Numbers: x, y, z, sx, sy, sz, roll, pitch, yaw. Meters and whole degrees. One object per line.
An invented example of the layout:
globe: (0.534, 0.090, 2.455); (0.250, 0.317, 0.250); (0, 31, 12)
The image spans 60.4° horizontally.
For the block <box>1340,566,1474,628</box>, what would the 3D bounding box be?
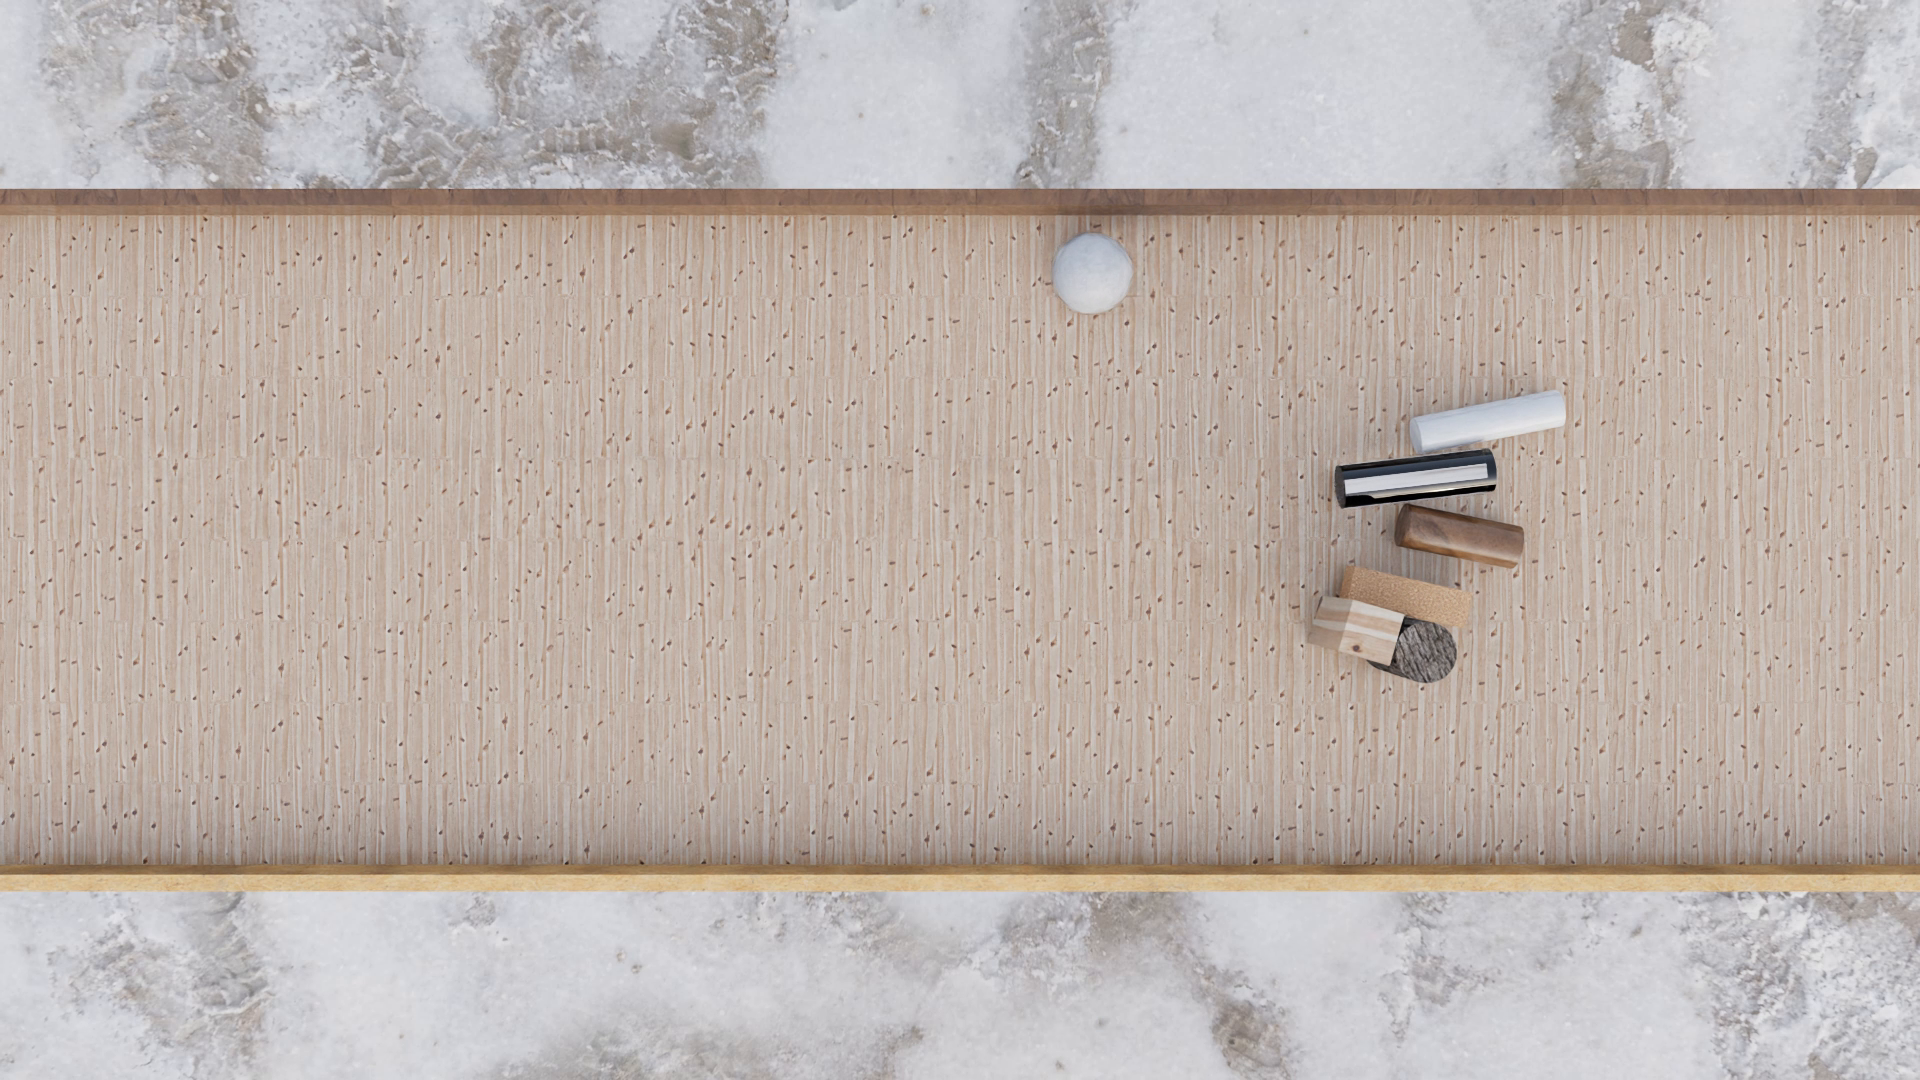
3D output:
block: (1.355, 0.172, 5.022); (0.365, 0.109, 0.109); (13, 90, 0)

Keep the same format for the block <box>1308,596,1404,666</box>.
block: (1.163, 0.263, 4.870); (0.151, 0.413, 0.151); (16, 90, 0)

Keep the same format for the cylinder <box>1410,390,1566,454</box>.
cylinder: (1.604, -0.359, 5.020); (0.442, 0.114, 0.114); (-11, 90, 0)

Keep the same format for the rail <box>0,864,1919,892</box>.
rail: (-2.247, 1.025, 5.001); (12.000, 0.150, 0.050); (0, 90, 0)

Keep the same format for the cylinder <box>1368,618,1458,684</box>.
cylinder: (1.320, 0.318, 4.870); (0.175, 0.412, 0.175); (0, 90, 0)

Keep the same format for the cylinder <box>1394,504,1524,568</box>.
cylinder: (1.515, -0.012, 5.010); (0.353, 0.133, 0.133); (11, 90, 0)

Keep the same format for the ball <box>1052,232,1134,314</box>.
ball: (0.399, -0.801, 4.956); (0.242, 0.242, 0.242); (0, 90, 0)

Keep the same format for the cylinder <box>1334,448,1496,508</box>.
cylinder: (1.381, -0.187, 5.009); (0.456, 0.135, 0.135); (-7, 90, 0)

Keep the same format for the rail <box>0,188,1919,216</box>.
rail: (-2.247, -1.025, 5.002); (12.000, 0.150, 0.050); (0, 90, 0)
